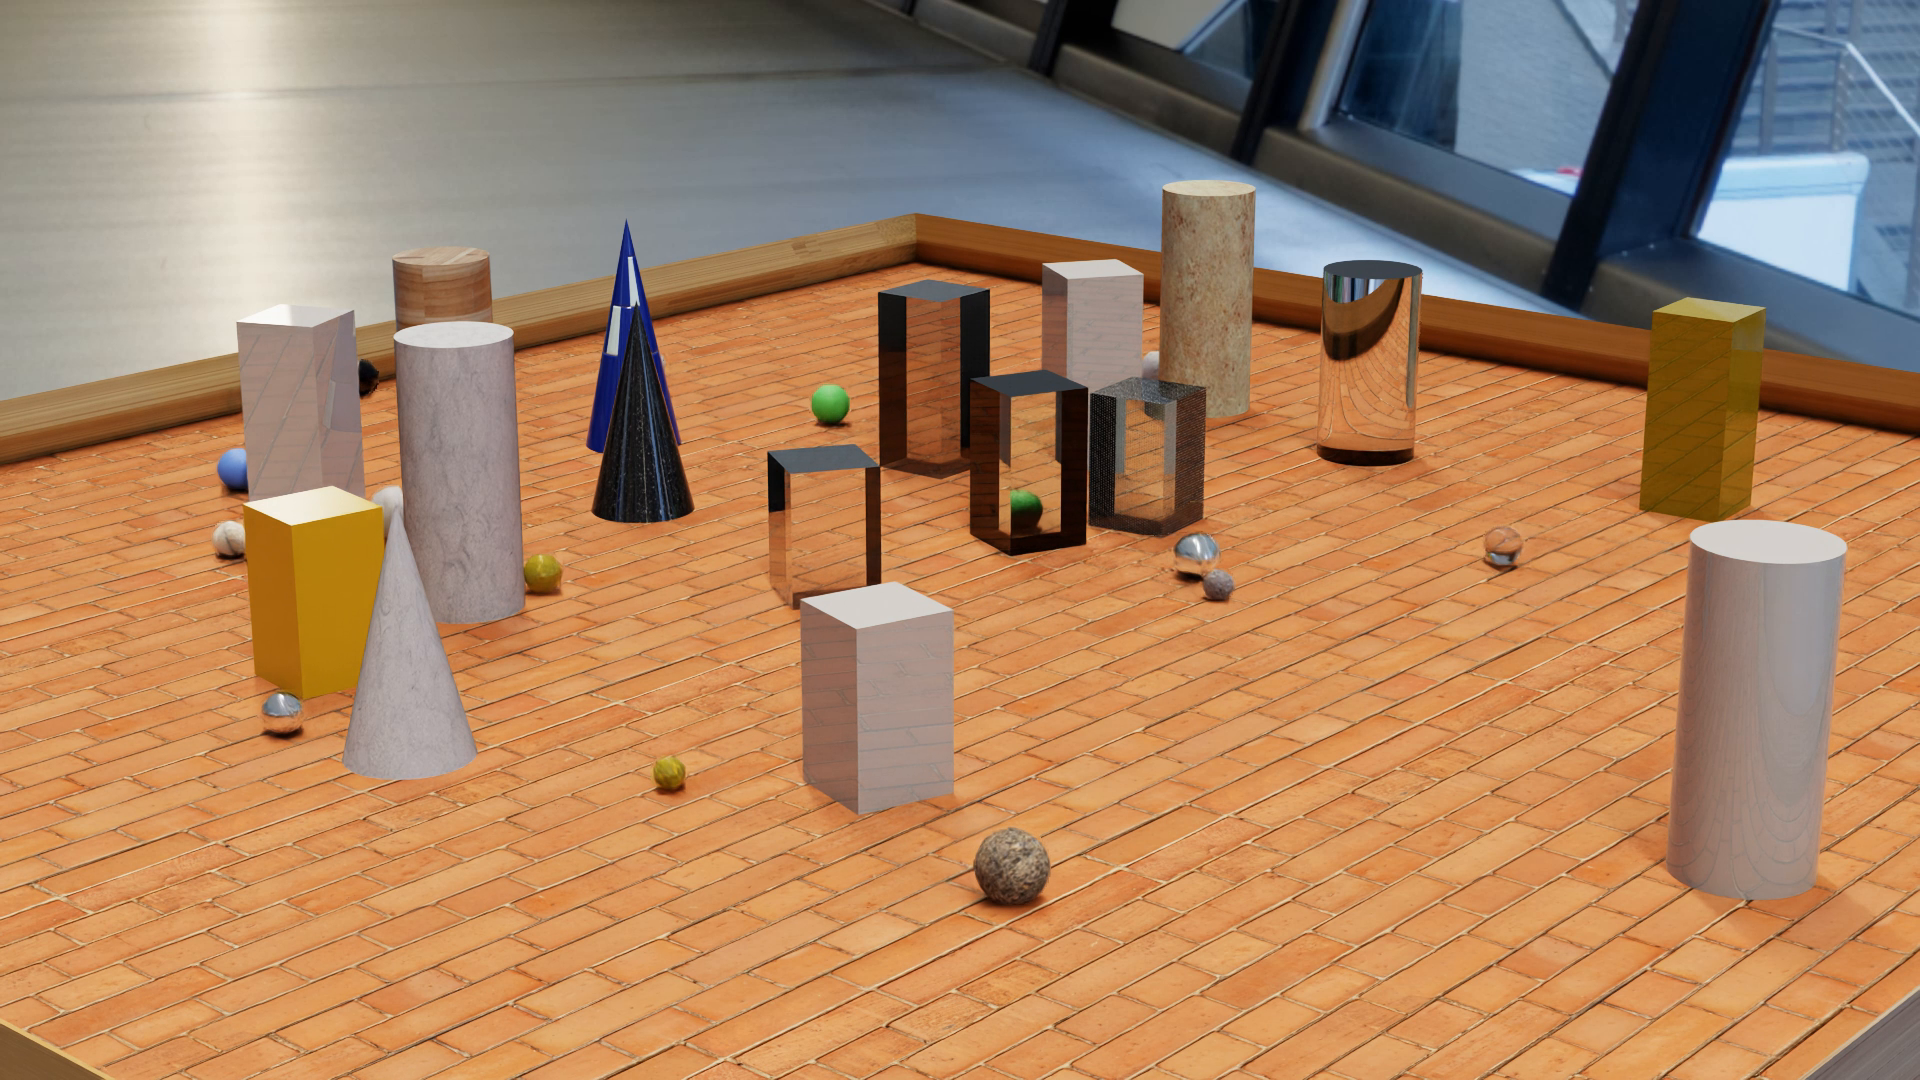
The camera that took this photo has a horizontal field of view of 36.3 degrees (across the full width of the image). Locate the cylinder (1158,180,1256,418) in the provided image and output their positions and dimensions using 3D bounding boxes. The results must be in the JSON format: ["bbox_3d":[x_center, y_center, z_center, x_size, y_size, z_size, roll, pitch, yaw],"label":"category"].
[{"bbox_3d":[0.534,-0.524,6.357,0.200,0.483,0.200,0,17,0],"label":"cylinder"}]

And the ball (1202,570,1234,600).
[{"bbox_3d":[0.449,0.078,5.105,0.054,0.054,0.054,0,17,0],"label":"ball"}]

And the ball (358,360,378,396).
[{"bbox_3d":[-1.336,-0.361,6.518,0.079,0.079,0.079,0,17,0],"label":"ball"}]

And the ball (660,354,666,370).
[{"bbox_3d":[-0.701,-0.398,6.664,0.065,0.065,0.065,0,17,0],"label":"ball"}]

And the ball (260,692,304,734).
[{"bbox_3d":[-1.032,0.264,4.465,0.066,0.066,0.066,0,17,0],"label":"ball"}]

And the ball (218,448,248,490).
[{"bbox_3d":[-1.421,-0.140,5.780,0.082,0.082,0.082,0,17,0],"label":"ball"}]

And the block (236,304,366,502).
[{"bbox_3d":[-1.251,-0.238,5.577,0.160,0.386,0.160,5,18,17],"label":"block"}]

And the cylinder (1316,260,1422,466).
[{"bbox_3d":[0.836,-0.362,5.990,0.200,0.387,0.200,0,17,0],"label":"cylinder"}]

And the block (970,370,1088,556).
[{"bbox_3d":[0.126,-0.144,5.417,0.160,0.299,0.160,-8,19,-26],"label":"block"}]

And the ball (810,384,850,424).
[{"bbox_3d":[-0.277,-0.291,6.278,0.084,0.084,0.084,0,17,0],"label":"ball"}]

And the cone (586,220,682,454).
[{"bbox_3d":[-0.682,-0.431,6.061,0.200,0.476,0.200,0,17,0],"label":"cone"}]

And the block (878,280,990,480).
[{"bbox_3d":[-0.052,-0.326,5.912,0.160,0.361,0.160,13,21,36],"label":"block"}]

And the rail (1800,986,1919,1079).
[{"bbox_3d":[1.522,0.414,3.854,0.045,0.130,4.327,14,22,39],"label":"rail"}]

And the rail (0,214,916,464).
[{"bbox_3d":[-1.522,-0.349,6.385,0.045,0.130,4.327,14,22,39],"label":"rail"}]

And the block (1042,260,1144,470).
[{"bbox_3d":[0.266,-0.355,5.946,0.160,0.397,0.160,-5,17,-16],"label":"block"}]

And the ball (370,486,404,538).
[{"bbox_3d":[-1.052,-0.051,5.456,0.097,0.097,0.097,0,17,0],"label":"ball"}]

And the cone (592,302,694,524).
[{"bbox_3d":[-0.612,-0.258,5.598,0.200,0.412,0.200,0,17,0],"label":"cone"}]

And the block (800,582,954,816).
[{"bbox_3d":[-0.119,0.225,4.225,0.160,0.278,0.160,-10,20,-31],"label":"block"}]

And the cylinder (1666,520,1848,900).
[{"bbox_3d":[1.057,0.224,3.904,0.200,0.466,0.200,0,17,0],"label":"cylinder"}]

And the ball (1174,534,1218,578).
[{"bbox_3d":[0.420,0.029,5.220,0.081,0.081,0.081,0,17,0],"label":"ball"}]

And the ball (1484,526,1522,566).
[{"bbox_3d":[0.982,0.011,5.301,0.069,0.069,0.069,0,17,0],"label":"ball"}]

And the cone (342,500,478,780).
[{"bbox_3d":[-0.823,0.132,4.329,0.200,0.398,0.200,0,17,0],"label":"cone"}]

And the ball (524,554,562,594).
[{"bbox_3d":[-0.731,0.059,5.141,0.069,0.069,0.069,0,17,0],"label":"ball"}]

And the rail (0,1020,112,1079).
[{"bbox_3d":[-1.403,0.498,3.572,4.079,0.130,0.045,14,22,39],"label":"rail"}]

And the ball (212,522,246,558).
[{"bbox_3d":[-1.330,-0.001,5.348,0.065,0.065,0.065,0,17,0],"label":"ball"}]

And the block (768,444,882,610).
[{"bbox_3d":[-0.237,-0.024,5.115,0.160,0.244,0.160,-5,18,-17],"label":"block"}]

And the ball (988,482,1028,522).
[{"bbox_3d":[0.090,-0.074,5.569,0.076,0.076,0.076,0,17,0],"label":"ball"}]

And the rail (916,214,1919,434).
[{"bbox_3d":[1.403,-0.433,6.667,4.079,0.130,0.045,14,22,39],"label":"rail"}]

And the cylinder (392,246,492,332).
[{"bbox_3d":[-1.075,-0.404,6.129,0.200,0.386,0.200,0,17,0],"label":"cylinder"}]

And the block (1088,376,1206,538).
[{"bbox_3d":[0.354,-0.158,5.533,0.160,0.258,0.160,11,20,32],"label":"block"}]

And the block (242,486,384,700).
[{"bbox_3d":[-1.026,0.082,4.686,0.160,0.287,0.160,-14,22,-38],"label":"block"}]

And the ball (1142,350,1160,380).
[{"bbox_3d":[0.445,-0.381,6.568,0.088,0.088,0.088,0,17,0],"label":"ball"}]

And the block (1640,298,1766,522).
[{"bbox_3d":[1.420,-0.250,5.610,0.160,0.390,0.160,12,21,35],"label":"block"}]

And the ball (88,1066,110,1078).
[{"bbox_3d":[-0.978,0.622,3.280,0.065,0.065,0.065,0,17,0],"label":"ball"}]

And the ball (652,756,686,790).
[{"bbox_3d":[-0.421,0.338,4.250,0.048,0.048,0.048,0,17,0],"label":"ball"}]

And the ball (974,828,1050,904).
[{"bbox_3d":[0.068,0.429,3.859,0.100,0.100,0.100,0,17,0],"label":"ball"}]

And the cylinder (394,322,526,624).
[{"bbox_3d":[-0.853,-0.116,5.009,0.200,0.481,0.200,0,17,0],"label":"cylinder"}]
